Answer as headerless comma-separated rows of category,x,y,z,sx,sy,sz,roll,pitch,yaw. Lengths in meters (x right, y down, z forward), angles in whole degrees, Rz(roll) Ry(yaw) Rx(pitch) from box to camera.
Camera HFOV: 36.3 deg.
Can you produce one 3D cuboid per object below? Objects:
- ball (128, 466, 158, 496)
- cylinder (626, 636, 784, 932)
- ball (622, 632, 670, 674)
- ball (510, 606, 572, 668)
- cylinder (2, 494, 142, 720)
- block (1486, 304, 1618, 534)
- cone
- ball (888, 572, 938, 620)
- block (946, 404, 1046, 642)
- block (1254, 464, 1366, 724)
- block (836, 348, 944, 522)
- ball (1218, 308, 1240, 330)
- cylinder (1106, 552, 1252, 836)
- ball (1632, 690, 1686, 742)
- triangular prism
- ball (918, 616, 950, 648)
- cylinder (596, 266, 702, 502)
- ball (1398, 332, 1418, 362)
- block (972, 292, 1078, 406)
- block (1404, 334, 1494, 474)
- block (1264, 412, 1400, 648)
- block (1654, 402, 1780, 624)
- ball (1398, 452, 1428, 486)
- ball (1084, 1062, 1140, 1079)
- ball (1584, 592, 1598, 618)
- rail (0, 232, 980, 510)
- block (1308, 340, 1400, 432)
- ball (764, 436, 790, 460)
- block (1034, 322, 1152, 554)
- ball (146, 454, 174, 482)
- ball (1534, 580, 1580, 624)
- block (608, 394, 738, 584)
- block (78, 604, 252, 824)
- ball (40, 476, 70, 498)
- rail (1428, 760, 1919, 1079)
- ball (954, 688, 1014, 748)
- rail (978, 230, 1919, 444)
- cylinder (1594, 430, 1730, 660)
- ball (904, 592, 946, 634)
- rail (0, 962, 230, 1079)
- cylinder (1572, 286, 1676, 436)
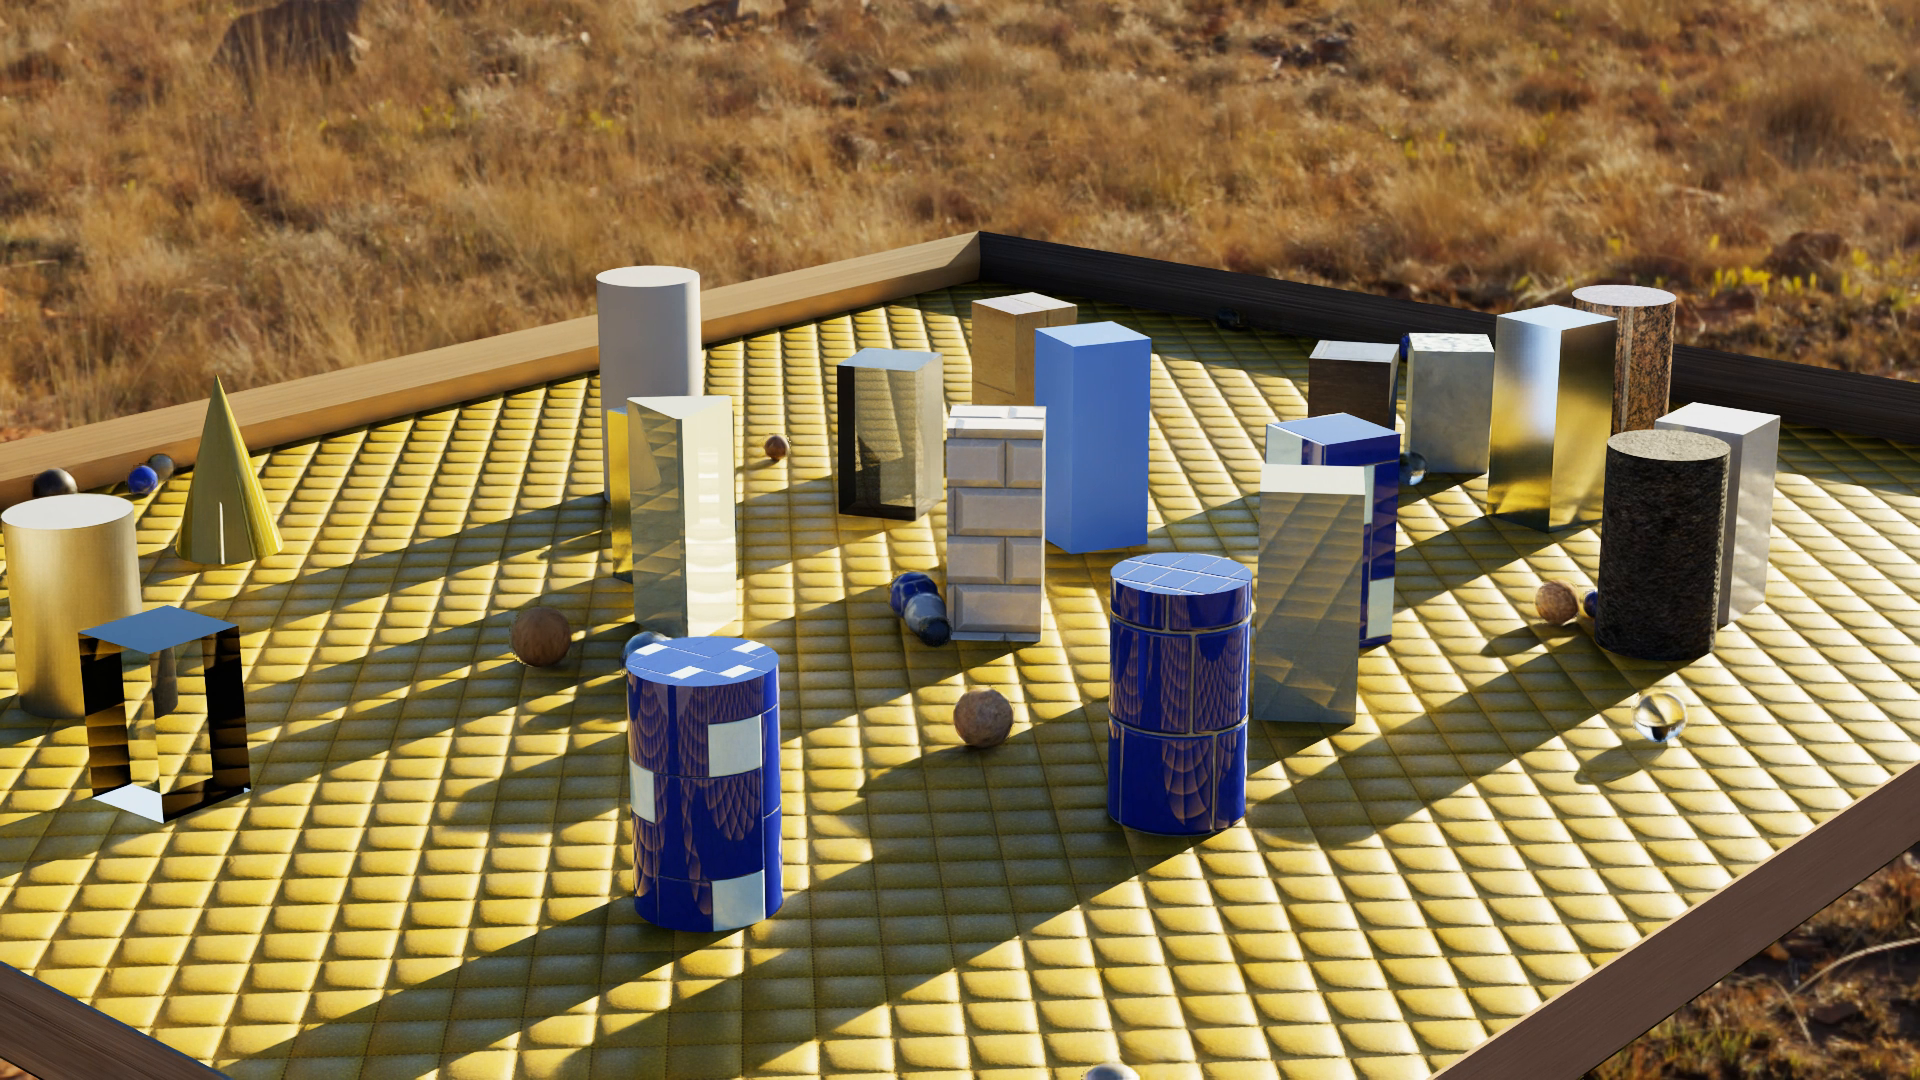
ball,-1.599,-0.116,5.739,0.057,0.057,0.057,0,17,0
cylinder,-0.331,0.316,3.821,0.197,0.336,0.197,0,17,0
ball,-0.493,0.191,4.661,0.091,0.091,0.091,0,17,0
ball,-0.680,0.157,4.759,0.098,0.098,0.098,0,17,0
cylinder,-1.381,0.102,4.582,0.197,0.306,0.197,0,17,0
block,1.117,-0.230,5.541,0.157,0.389,0.157,-12,21,-36
cone,-1.346,-0.144,5.354,0.197,0.332,0.197,0,17,0
ball,-0.079,0.096,4.985,0.085,0.085,0.085,0,17,0
block,0.061,-0.030,4.916,0.157,0.365,0.157,1,17,3
block,0.540,0.082,4.543,0.157,0.367,0.157,2,17,6
block,-0.133,-0.204,5.621,0.157,0.293,0.157,6,18,18
ball,0.656,-0.540,7.151,0.052,0.052,0.052,0,17,0
cylinder,0.308,0.215,4.125,0.197,0.353,0.197,0,17,0
ball,1.058,0.265,4.433,0.079,0.079,0.079,0,17,0
triangular prism,-0.444,-0.042,4.915,0.148,0.390,0.170,-12,20,-34
ball,-0.042,0.151,4.858,0.053,0.053,0.053,0,17,0
cylinder,-0.598,-0.297,5.681,0.197,0.436,0.197,0,17,0
ball,1.053,-0.444,6.796,0.073,0.073,0.073,0,17,0
block,0.134,-0.358,6.151,0.157,0.282,0.157,-11,20,-33
block,0.989,-0.278,5.940,0.157,0.250,0.157,1,17,4
block,0.612,-0.011,4.866,0.157,0.359,0.157,-9,19,-28
block,1.288,-0.047,5.030,0.157,0.334,0.157,12,21,35
ball,0.891,-0.142,5.804,0.068,0.068,0.068,0,17,0
ball,0.170,0.619,3.267,0.074,0.074,0.074,0,17,0
ball,1.087,0.111,5.003,0.047,0.047,0.047,0,17,0
rail,-1.297,-0.293,6.198,0.045,0.128,4.160,14,22,39
block,0.774,-0.241,5.787,0.157,0.269,0.157,4,17,13
ball,-0.374,-0.189,5.989,0.051,0.051,0.051,0,17,0
block,0.242,-0.190,5.408,0.157,0.389,0.157,-7,18,-23
ball,-1.592,-0.145,5.836,0.055,0.055,0.055,0,17,0
ball,1.013,0.104,4.973,0.076,0.076,0.076,0,17,0
block,-0.507,-0.080,5.184,0.157,0.308,0.157,-16,23,-42
block,-1.138,0.246,4.197,0.157,0.252,0.157,12,21,35
ball,-1.739,-0.097,5.633,0.052,0.052,0.052,0,17,0
rail,1.297,0.357,4.042,0.045,0.128,4.160,14,22,39
ball,0.035,0.267,4.407,0.091,0.091,0.091,0,17,0
rail,1.348,-0.416,6.607,3.482,0.128,0.045,14,22,39
cylinder,1.158,0.007,4.840,0.197,0.339,0.197,0,17,0
ball,-0.057,0.124,4.913,0.074,0.074,0.074,0,17,0
rail,-1.348,0.480,3.633,3.482,0.128,0.045,14,22,39
cylinder,1.285,-0.287,5.727,0.197,0.389,0.197,0,17,0
